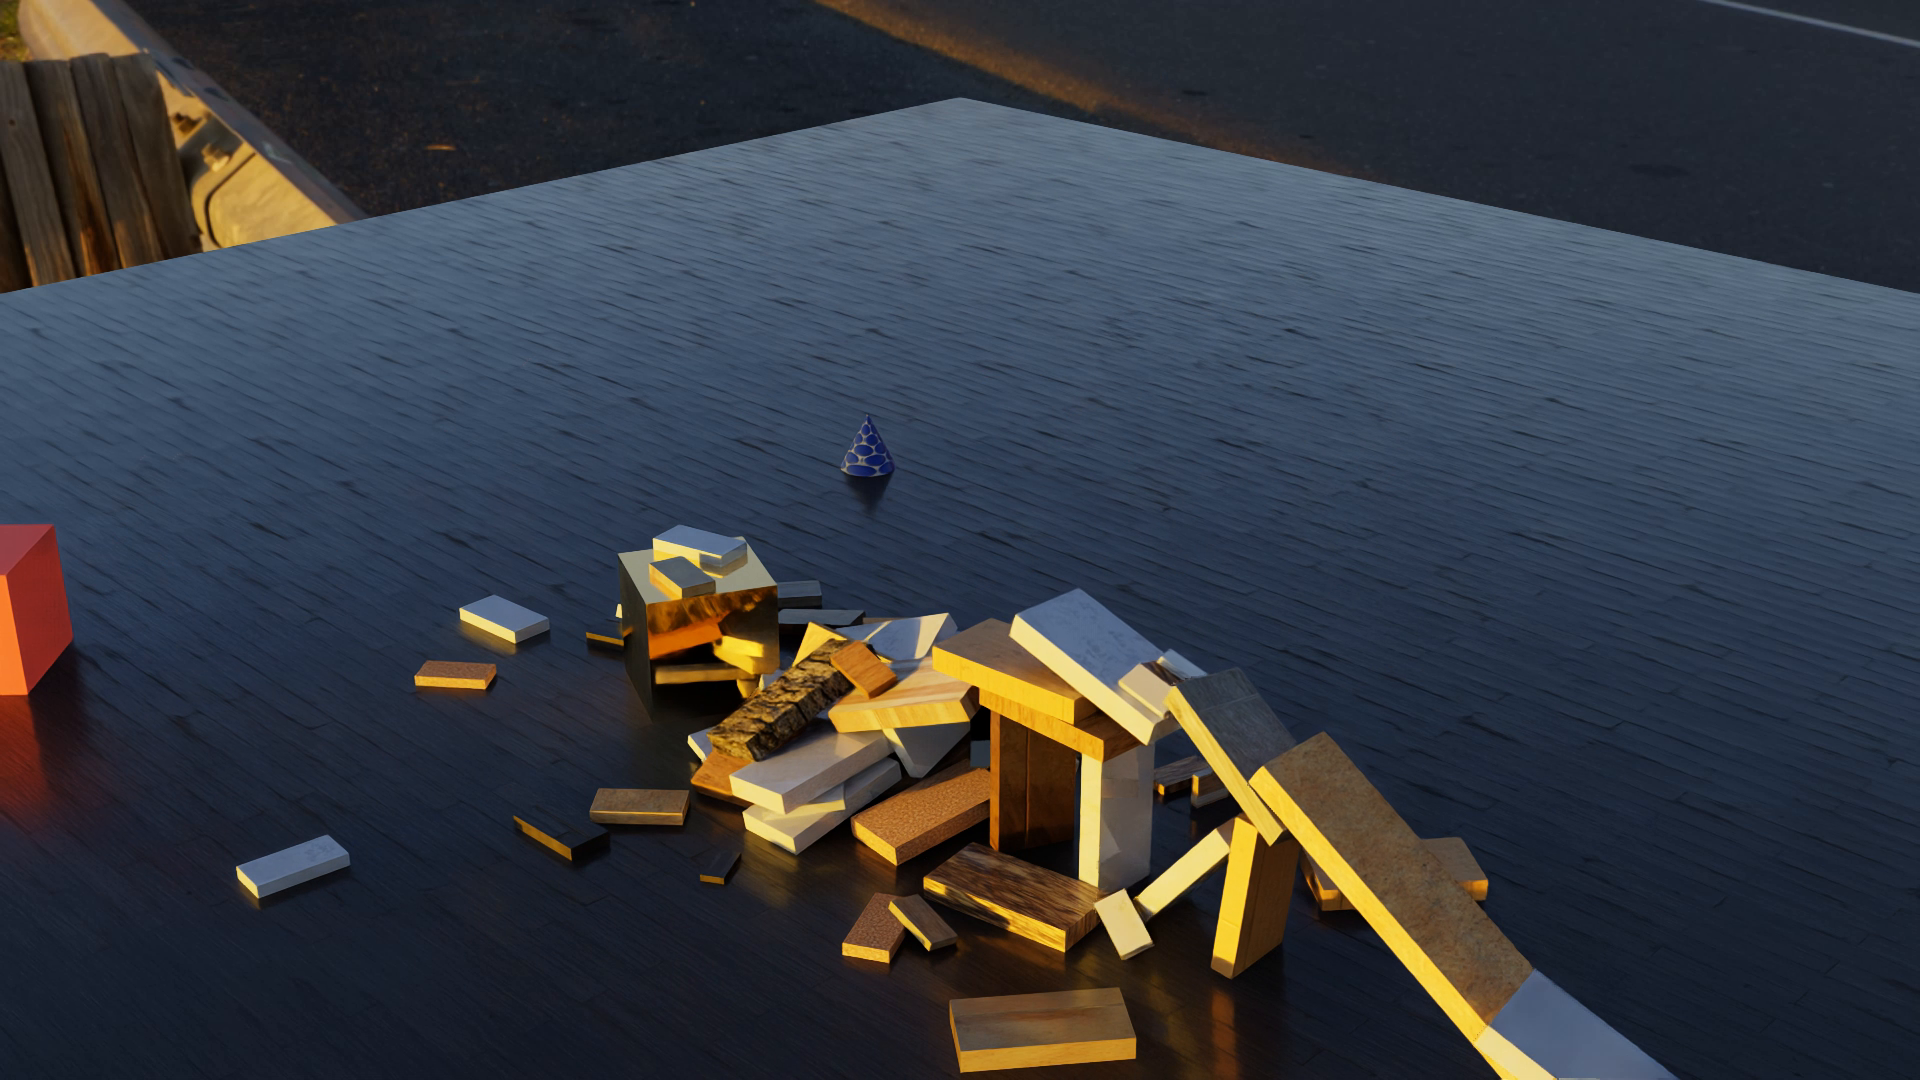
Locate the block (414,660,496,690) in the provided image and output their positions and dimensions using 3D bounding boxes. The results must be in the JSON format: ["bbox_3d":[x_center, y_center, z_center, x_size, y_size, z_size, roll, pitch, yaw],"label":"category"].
[{"bbox_3d":[-1.148,0.307,5.009,0.163,0.023,0.081,3,23,6],"label":"block"}]

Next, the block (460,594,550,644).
[{"bbox_3d":[-1.093,0.189,5.279,0.208,0.029,0.104,19,29,37],"label":"block"}]

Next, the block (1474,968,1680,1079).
[{"bbox_3d":[1.013,0.855,3.490,0.357,0.051,0.179,38,41,20],"label":"block"}]

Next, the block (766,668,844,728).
[{"bbox_3d":[-0.311,0.356,4.738,0.226,0.032,0.113,19,33,6],"label":"block"}]

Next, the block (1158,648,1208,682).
[{"bbox_3d":[0.419,0.243,4.038,0.109,0.015,0.054,35,24,14],"label":"block"}]

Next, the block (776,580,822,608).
[{"bbox_3d":[-0.436,0.135,5.410,0.185,0.026,0.093,-3,23,-8],"label":"block"}]

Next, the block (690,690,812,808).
[{"bbox_3d":[-0.429,0.432,4.570,0.133,0.038,0.266,13,48,28],"label":"block"}]

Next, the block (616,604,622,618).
[{"bbox_3d":[-0.700,0.189,5.224,0.208,0.029,0.104,12,1,25],"label":"block"}]

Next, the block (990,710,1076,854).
[{"bbox_3d":[0.142,0.449,4.291,0.161,0.322,0.046,-9,25,-20],"label":"block"}]

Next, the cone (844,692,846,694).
[{"bbox_3d":[-0.241,0.382,4.637,0.125,0.125,0.125,-3,-12,-1],"label":"cone"}]

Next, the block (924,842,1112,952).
[{"bbox_3d":[0.107,0.667,4.131,0.318,0.045,0.159,16,28,32],"label":"block"}]

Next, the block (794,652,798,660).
[{"bbox_3d":[-0.289,0.255,5.127,0.093,0.026,0.185,16,28,34],"label":"block"}]

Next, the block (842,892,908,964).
[{"bbox_3d":[-0.143,0.713,4.049,0.089,0.025,0.178,7,24,16],"label":"block"}]

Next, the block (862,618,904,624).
[{"bbox_3d":[-0.131,0.273,5.024,0.159,0.045,0.319,0,26,-8],"label":"block"}]

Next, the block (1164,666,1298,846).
[{"bbox_3d":[0.516,0.375,3.857,0.163,0.046,0.326,-12,55,-38],"label":"block"}]

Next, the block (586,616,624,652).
[{"bbox_3d":[-0.763,0.230,5.181,0.208,0.029,0.104,11,25,23],"label":"block"}]

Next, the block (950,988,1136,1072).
[{"bbox_3d":[0.139,0.833,3.745,0.297,0.042,0.148,-3,23,-7],"label":"block"}]

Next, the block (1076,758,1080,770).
[{"bbox_3d":[0.190,0.498,4.408,0.071,0.141,0.020,-16,48,-34],"label":"block"}]

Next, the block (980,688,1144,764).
[{"bbox_3d":[0.206,0.316,4.133,0.161,0.046,0.322,-20,30,-39],"label":"block"}]

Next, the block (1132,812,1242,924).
[{"bbox_3d":[0.440,0.590,4.008,0.163,0.326,0.046,-23,71,-43],"label":"block"}]

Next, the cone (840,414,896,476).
[{"bbox_3d":[-0.260,-0.283,6.223,0.160,0.160,0.160,0,23,0],"label":"cone"}]

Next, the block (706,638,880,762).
[{"bbox_3d":[-0.342,0.328,4.541,0.346,0.049,0.173,-38,21,-26],"label":"block"}]

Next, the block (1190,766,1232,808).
[{"bbox_3d":[0.535,0.494,4.505,0.141,0.071,0.020,-15,27,-32],"label":"block"}]

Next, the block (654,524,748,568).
[{"bbox_3d":[-0.585,0.012,4.955,0.192,0.027,0.096,14,26,29],"label":"block"}]

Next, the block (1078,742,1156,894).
[{"bbox_3d":[0.295,0.514,4.138,0.046,0.322,0.161,20,30,38],"label":"block"}]

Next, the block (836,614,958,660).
[{"bbox_3d":[-0.174,0.250,4.913,0.319,0.045,0.159,-9,35,34],"label":"block"}]

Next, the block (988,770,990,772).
[{"bbox_3d":[0.081,0.481,4.542,0.092,0.026,0.184,-11,38,-23],"label":"block"}]

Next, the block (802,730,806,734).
[{"bbox_3d":[-0.359,0.419,4.613,0.083,0.023,0.166,-20,43,-4],"label":"block"}]

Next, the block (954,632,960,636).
[{"bbox_3d":[-0.010,0.297,4.902,0.159,0.045,0.319,10,25,-22],"label":"block"}]

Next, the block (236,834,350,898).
[{"bbox_3d":[-1.286,0.629,4.245,0.187,0.027,0.094,-18,29,-36],"label":"block"}]
